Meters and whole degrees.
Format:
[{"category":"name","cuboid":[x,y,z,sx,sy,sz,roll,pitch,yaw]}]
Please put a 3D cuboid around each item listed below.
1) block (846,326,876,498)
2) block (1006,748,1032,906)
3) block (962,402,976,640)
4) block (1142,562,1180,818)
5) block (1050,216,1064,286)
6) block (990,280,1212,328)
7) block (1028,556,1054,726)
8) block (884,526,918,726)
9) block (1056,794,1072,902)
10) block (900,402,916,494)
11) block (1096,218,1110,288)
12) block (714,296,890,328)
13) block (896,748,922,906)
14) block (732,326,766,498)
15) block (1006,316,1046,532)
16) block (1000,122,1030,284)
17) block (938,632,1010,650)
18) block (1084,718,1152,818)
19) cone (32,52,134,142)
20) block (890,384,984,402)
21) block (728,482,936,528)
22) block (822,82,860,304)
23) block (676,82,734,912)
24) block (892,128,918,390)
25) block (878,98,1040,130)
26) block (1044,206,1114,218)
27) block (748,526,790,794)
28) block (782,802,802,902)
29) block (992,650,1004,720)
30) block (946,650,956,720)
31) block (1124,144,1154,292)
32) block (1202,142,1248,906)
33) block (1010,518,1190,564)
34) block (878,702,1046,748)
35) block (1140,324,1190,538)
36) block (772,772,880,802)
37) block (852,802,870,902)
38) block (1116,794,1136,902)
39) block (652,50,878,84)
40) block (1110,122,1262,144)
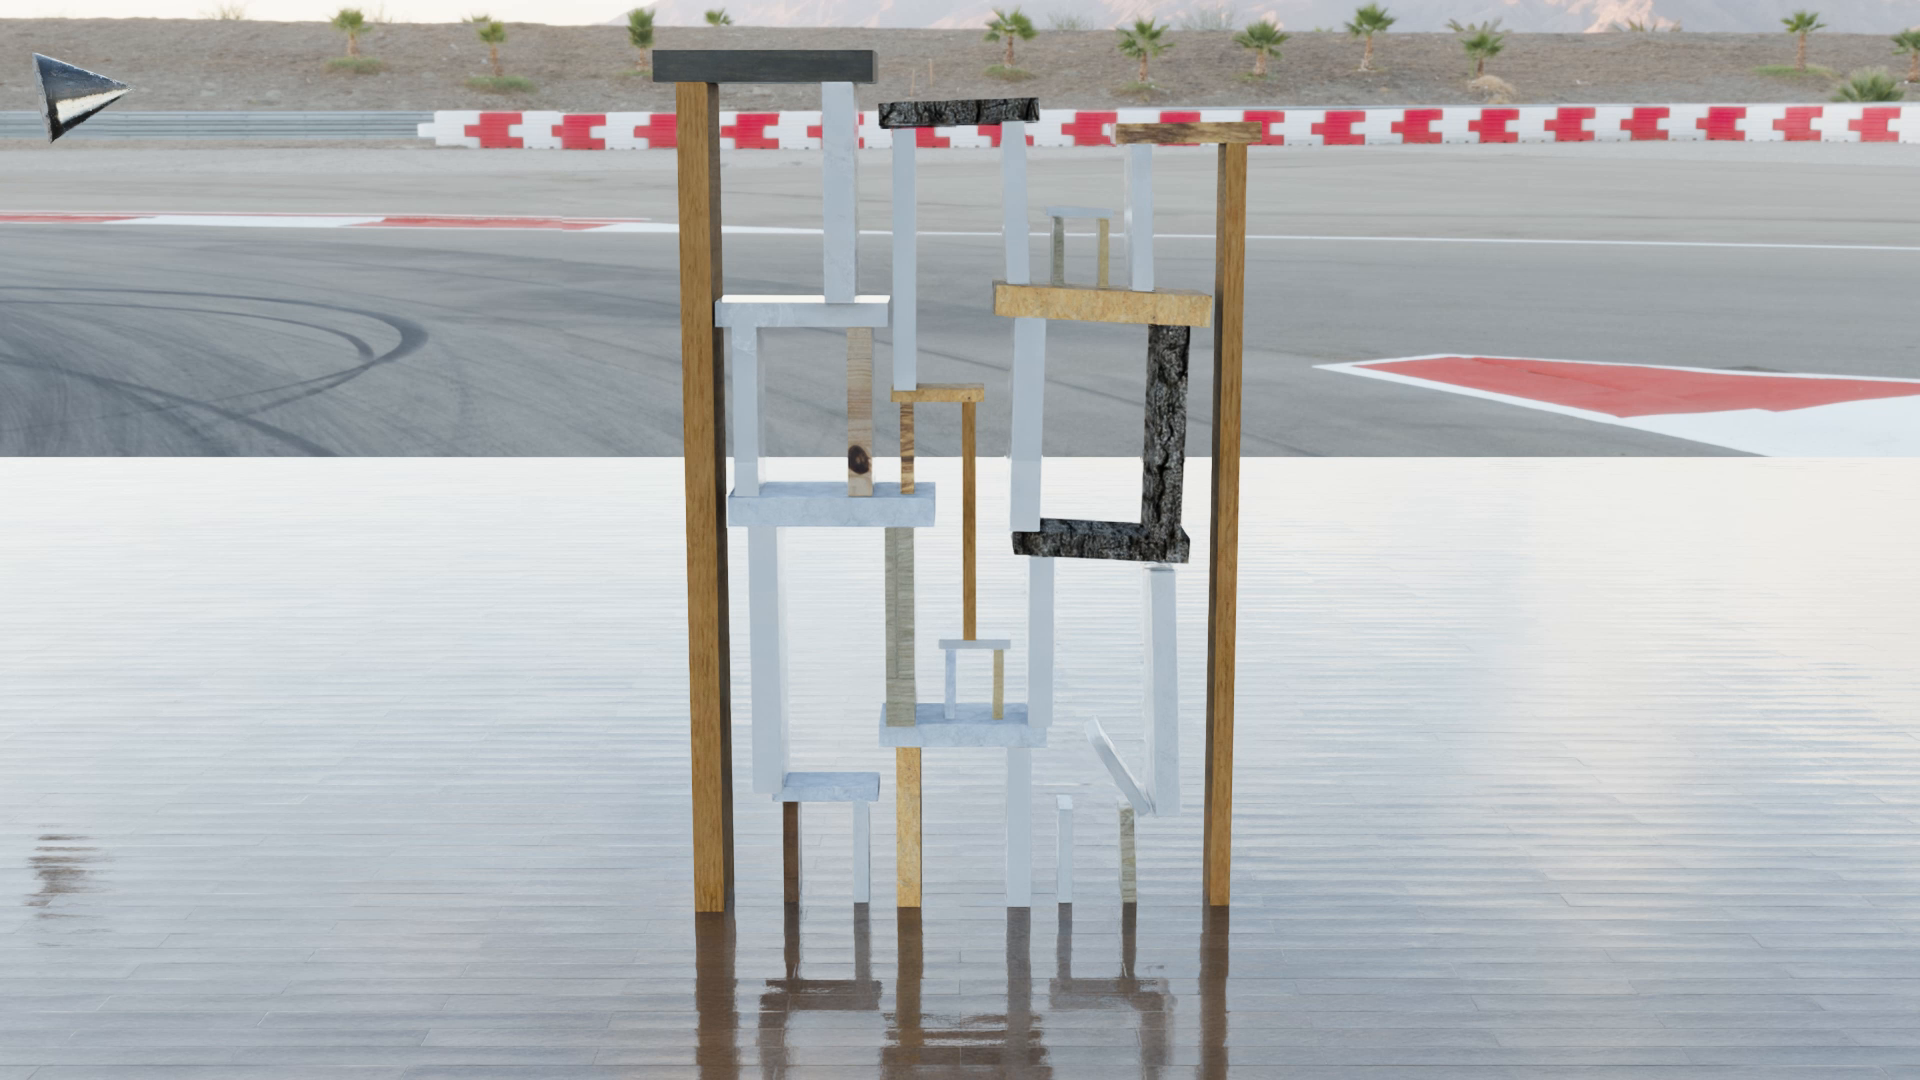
[{"category":"block","cuboid":[-0.157,-0.212,3.516,0.038,0.269,0.135,0,11,0]},{"category":"block","cuboid":[0.096,0.456,3.649,0.038,0.271,0.135,0,11,0]},{"category":"block","cuboid":[0.015,-0.035,3.547,0.021,0.387,0.074,0,11,0]},{"category":"block","cuboid":[0.328,0.238,3.599,0.039,0.404,0.139,-2,11,-1]},{"category":"block","cuboid":[0.153,-0.457,3.473,0.015,0.107,0.054,-1,9,-3]},{"category":"block","cuboid":[0.220,-0.376,3.487,0.335,0.047,0.167,3,10,-2]},{"category":"block","cuboid":[0.131,0.151,3.576,0.039,0.277,0.139,0,10,1]},{"category":"block","cuboid":[-0.095,0.125,3.585,0.046,0.327,0.163,0,11,1]},{"category":"block","cuboid":[0.173,0.512,3.651,0.023,0.160,0.080,0,11,0]},{"category":"block","cuboid":[-0.084,-0.152,3.526,0.021,0.148,0.074,0,11,0]},{"category":"block","cuboid":[0.225,-0.454,3.475,0.015,0.107,0.054,-1,8,-3]},{"category":"block","cuboid":[-0.247,-0.363,3.487,0.269,0.038,0.135,0,11,0]},{"category":"block","cuboid":[-0.084,0.456,3.649,0.038,0.271,0.135,0,11,0]},{"category":"block","cuboid":[-0.337,-0.213,3.516,0.038,0.269,0.135,0,11,0]},{"category":"block","cuboid":[0.104,-0.192,3.515,0.047,0.335,0.167,1,10,-1]},{"category":"block","cuboid":[0.085,-0.530,3.454,0.035,0.247,0.123,-2,9,-1]},{"category":"block","cuboid":[0.024,0.163,3.586,0.117,0.017,0.058,0,11,0]},{"category":"block","cuboid":[0.259,0.374,3.615,0.023,0.160,0.080,-32,13,5]},{"category":"cone","cuboid":[-2.309,-1.186,5.830,0.237,0.237,0.237,-12,15,-25]},{"category":"block","cuboid":[-0.035,-0.235,3.511,0.148,0.021,0.074,0,11,0]},{"category":"block","cuboid":[-0.203,-0.059,3.552,0.327,0.046,0.163,0,11,0]},{"category":"block","cuboid":[-0.186,-0.546,3.452,0.047,0.335,0.167,0,11,0]},{"category":"block","cuboid":[-0.408,-0.061,3.546,0.047,1.324,0.167,0,11,0]},{"category":"block","cuboid":[-0.087,-0.444,3.473,0.035,0.404,0.123,0,11,0]},{"category":"block","cuboid":[-0.002,-0.666,3.434,0.247,0.035,0.123,-2,9,-1]},{"category":"block","cuboid":[0.187,-0.517,3.464,0.107,0.015,0.054,2,8,-2]},{"category":"block","cuboid":[-0.312,0.180,3.596,0.046,0.439,0.163,0,11,0]},{"category":"block","cuboid":[-0.278,0.505,3.654,0.024,0.173,0.086,0,11,0]},{"category":"block","cuboid":[0.063,0.229,3.596,0.017,0.117,0.059,1,11,1]},{"category":"block","cuboid":[-0.015,0.229,3.597,0.017,0.117,0.059,0,11,1]},{"category":"block","cuboid":[0.281,-0.509,3.465,0.032,0.225,0.113,-2,10,-1]},{"category":"block","cuboid":[0.427,-0.016,3.556,0.032,1.233,0.113,0,11,0]},{"category":"block","cuboid":[0.224,-0.001,3.548,0.277,0.039,0.139,3,10,-1]},{"category":"block","cuboid":[0.005,0.304,3.620,0.271,0.038,0.135,0,11,1]},{"category":"block","cuboid":[0.327,-0.181,3.521,0.047,0.335,0.167,1,10,-1]},{"category":"block","cuboid":[-0.220,0.408,3.635,0.173,0.024,0.086,0,11,0]},{"category":"block","cuboid":[-0.163,0.505,3.654,0.024,0.173,0.086,0,11,0]},{"category":"block","cuboid":[0.276,0.511,3.651,0.023,0.160,0.080,-3,11,0]},{"category":"block","cuboid":[-0.298,-0.735,3.419,0.335,0.047,0.167,0,11,1]},{"category":"block","cuboid":[0.352,-0.637,3.441,0.225,0.032,0.113,-1,10,0]}]
